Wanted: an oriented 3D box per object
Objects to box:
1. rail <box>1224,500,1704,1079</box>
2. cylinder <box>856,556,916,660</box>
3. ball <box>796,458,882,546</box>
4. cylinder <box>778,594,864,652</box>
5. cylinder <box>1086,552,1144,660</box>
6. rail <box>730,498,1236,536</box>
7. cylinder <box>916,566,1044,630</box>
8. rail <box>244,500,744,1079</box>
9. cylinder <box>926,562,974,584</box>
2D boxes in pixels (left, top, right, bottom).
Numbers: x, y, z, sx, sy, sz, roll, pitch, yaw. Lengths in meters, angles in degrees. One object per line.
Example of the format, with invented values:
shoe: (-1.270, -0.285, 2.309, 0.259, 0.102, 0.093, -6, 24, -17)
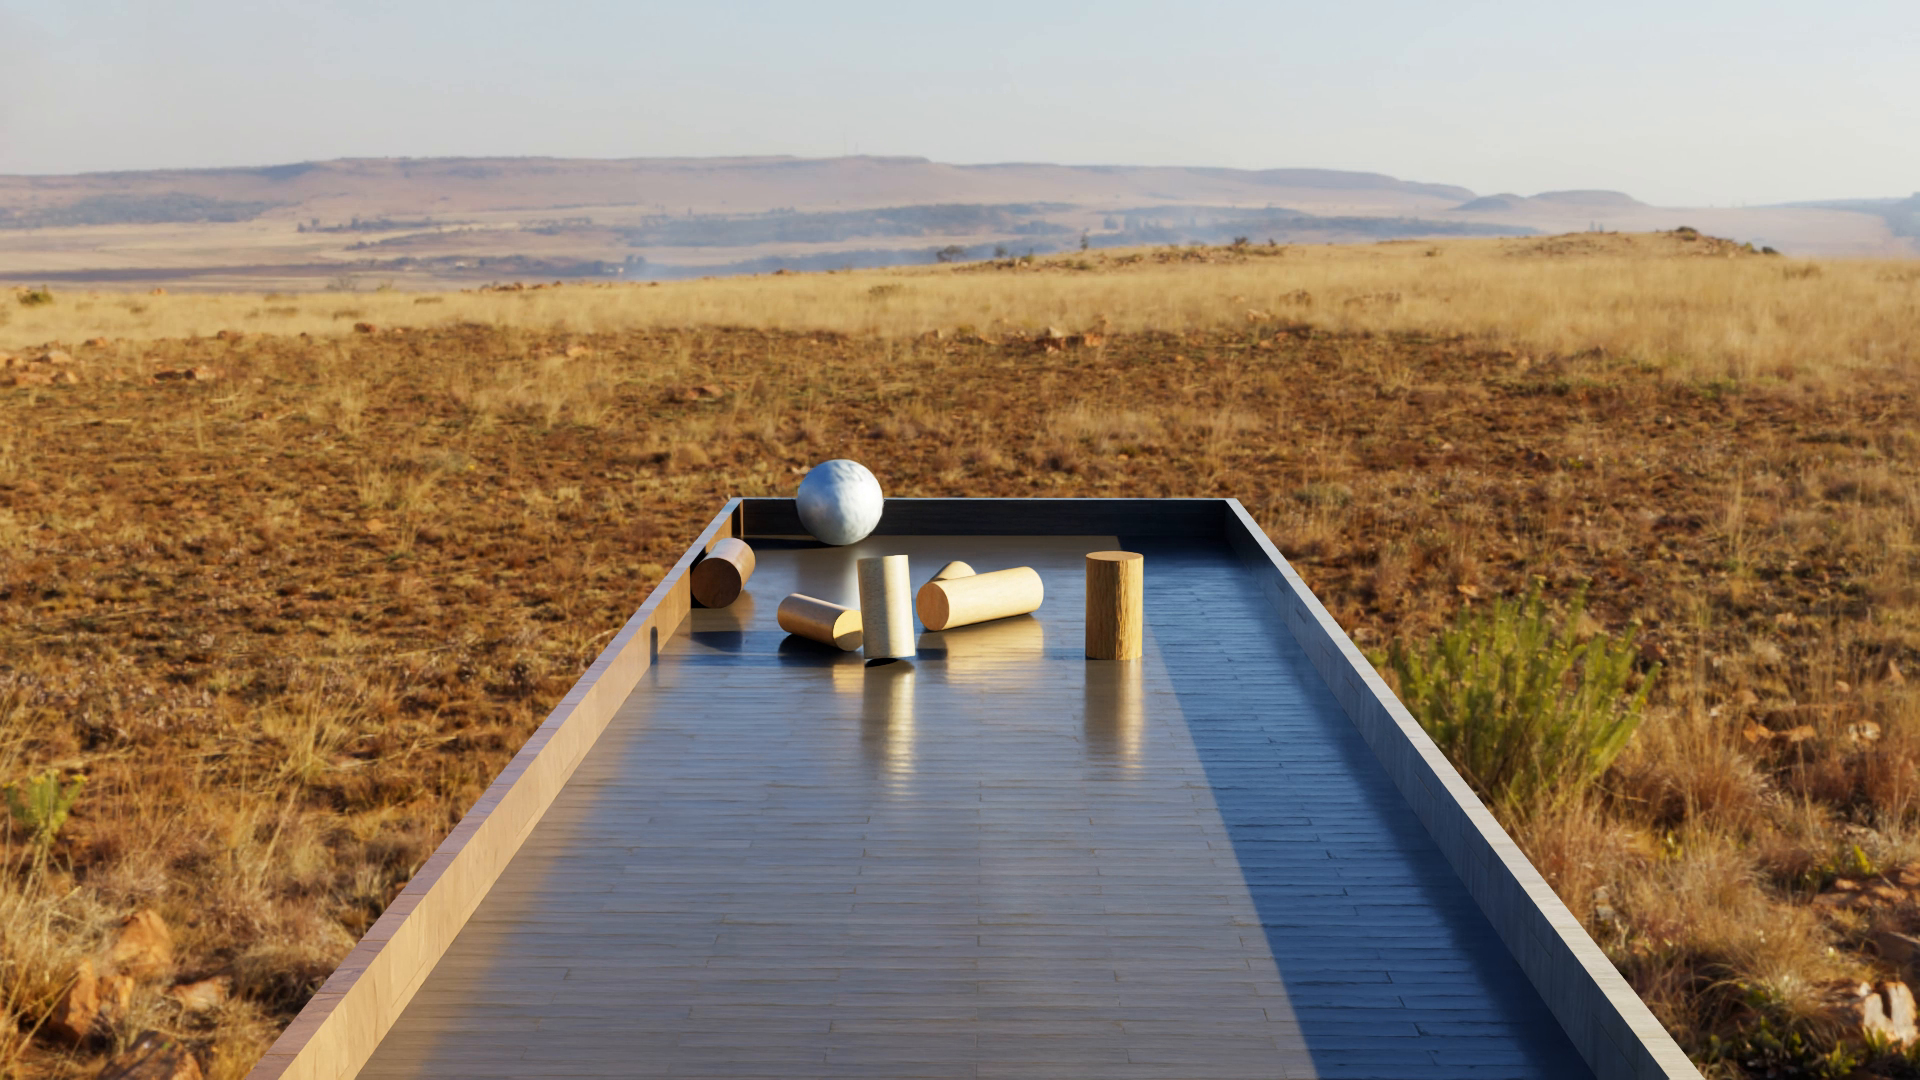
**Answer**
rail: (1.046, 0.843, 3.208, 0.050, 0.150, 12.000, 0, 9, 1)
cylinder: (-0.225, 0.204, 6.670, 0.156, 0.303, 0.156, -5, -2, 0)
ball: (-0.486, -0.152, 8.858, 0.348, 0.348, 0.348, 0, 9, 0)
cylinder: (-0.436, 0.259, 6.962, 0.129, 0.129, 0.341, -6, 11, -35)
cylinder: (0.474, 0.200, 6.762, 0.174, 0.308, 0.174, 0, 9, 0)
rail: (0.099, -0.098, 9.147, 2.100, 0.150, 0.050, 0, 9, 1)
cylinder: (0.068, 0.193, 7.288, 0.438, 0.158, 0.158, -9, 13, -44)
rail: (-1.004, 0.839, 3.234, 0.050, 0.150, 12.000, 0, 9, 1)
cylinder: (-0.038, 0.167, 7.520, 0.135, 0.135, 0.330, 2, 9, 10)
